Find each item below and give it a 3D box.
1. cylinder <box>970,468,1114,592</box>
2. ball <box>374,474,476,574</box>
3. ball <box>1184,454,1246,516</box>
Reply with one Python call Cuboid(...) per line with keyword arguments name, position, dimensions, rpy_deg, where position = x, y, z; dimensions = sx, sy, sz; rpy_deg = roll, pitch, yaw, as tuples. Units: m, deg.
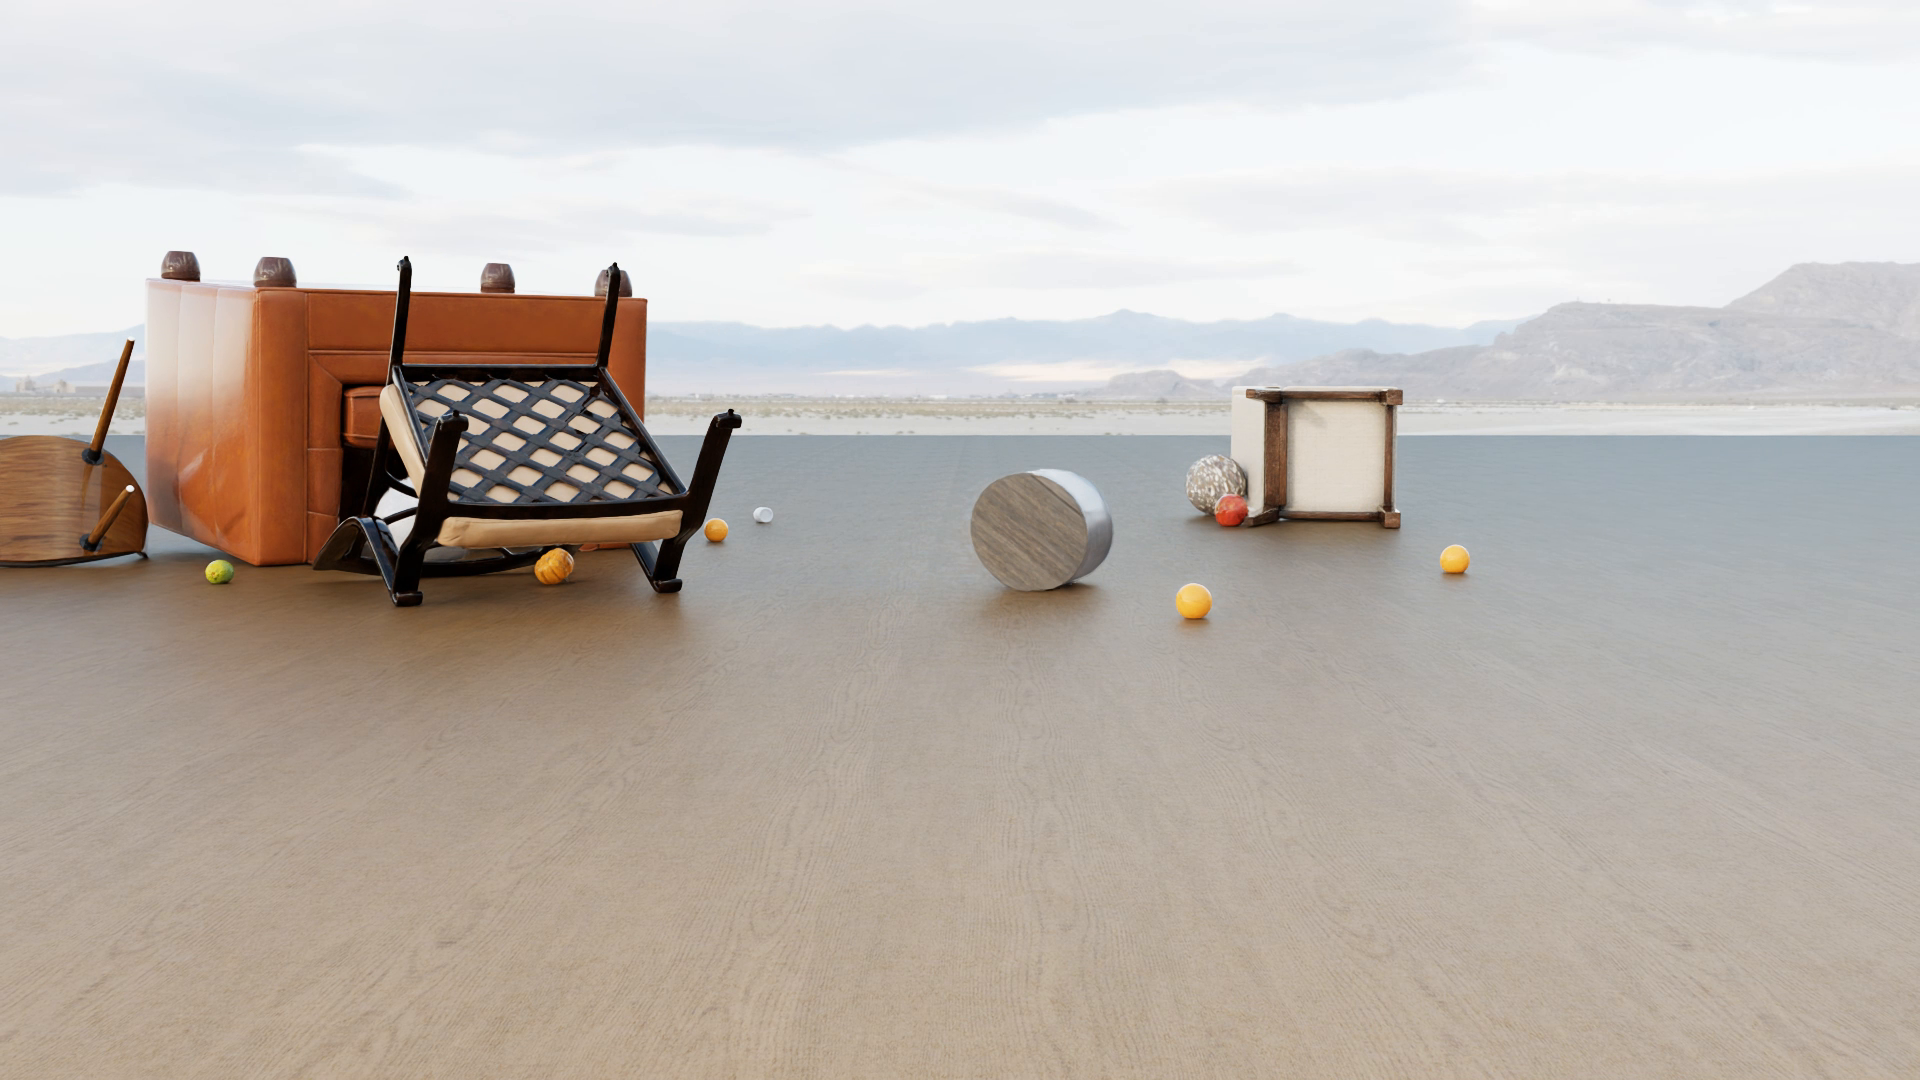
Cuboid(name="cylinder", position=(0.190, -0.026, 5.009), dimensions=(0.276, 0.256, 0.278), rpy_deg=(39, 13, 10))
Cuboid(name="ball", position=(-1.292, -0.037, 5.311), dimensions=(0.241, 0.241, 0.241), rpy_deg=(0, 4, 0))
Cuboid(name="ball", position=(0.911, -0.198, 7.837), dimensions=(0.218, 0.218, 0.218), rpy_deg=(0, 4, 0))
